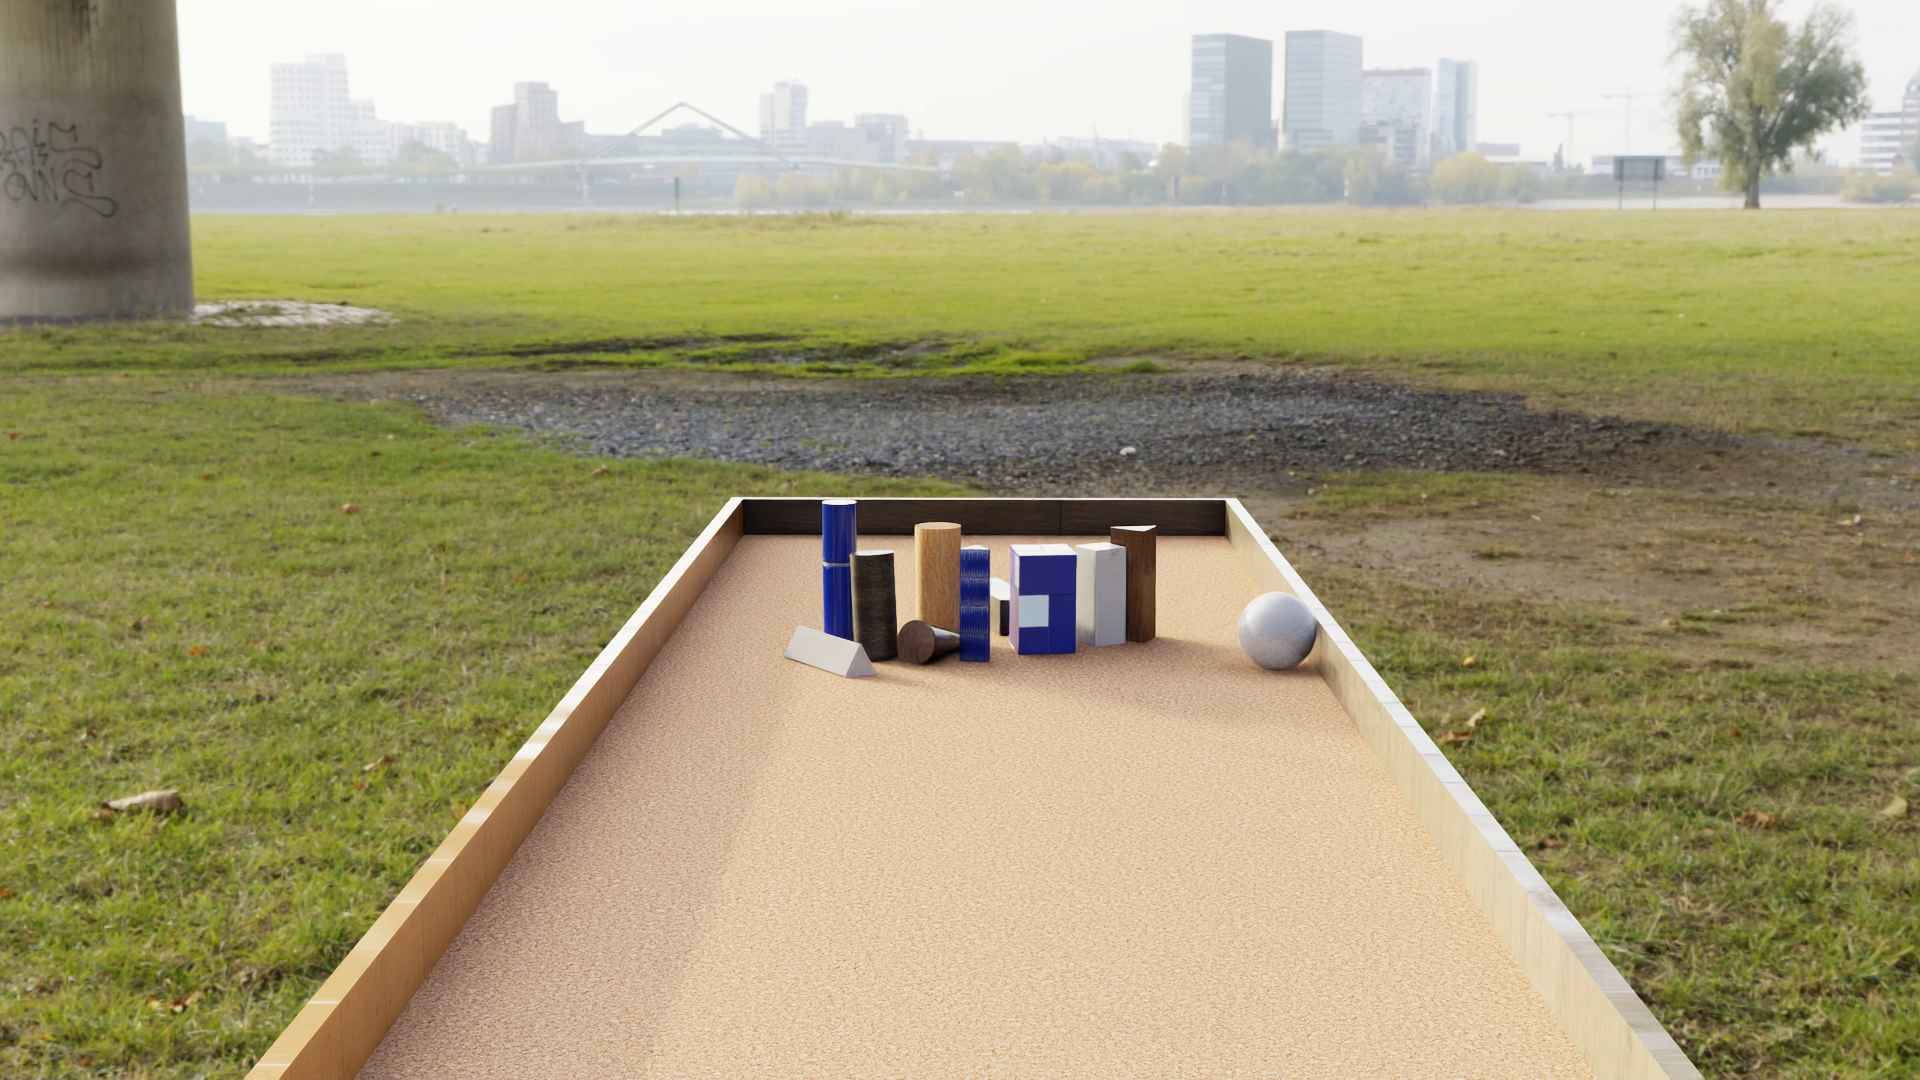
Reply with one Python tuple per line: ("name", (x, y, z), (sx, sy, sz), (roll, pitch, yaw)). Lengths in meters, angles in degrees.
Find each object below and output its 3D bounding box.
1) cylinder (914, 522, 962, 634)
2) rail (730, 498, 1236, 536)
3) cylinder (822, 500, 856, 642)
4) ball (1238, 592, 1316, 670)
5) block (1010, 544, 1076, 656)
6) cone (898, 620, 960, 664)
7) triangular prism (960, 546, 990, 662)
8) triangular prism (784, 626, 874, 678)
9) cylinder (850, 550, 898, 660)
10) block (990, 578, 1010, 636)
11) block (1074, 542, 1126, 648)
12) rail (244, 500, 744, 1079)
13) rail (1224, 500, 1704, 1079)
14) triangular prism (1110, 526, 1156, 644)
("cylinder", (-0.069, 0.141, 6.918), (0.145, 0.376, 0.145), (0, 9, 0))
("rail", (0.099, -0.098, 9.147), (2.100, 0.150, 0.050), (0, 9, 1))
("cylinder", (-0.378, 0.102, 6.931), (0.108, 0.448, 0.108), (0, 9, 0))
("ball", (0.946, 0.270, 6.563), (0.233, 0.233, 0.233), (0, 9, 0))
("block", (0.257, 0.184, 6.841), (0.179, 0.312, 0.179), (-1, 11, -8))
("cone", (-0.034, 0.316, 6.804), (0.135, 0.135, 0.384), (6, 1, 31))
("triangular prism", (0.050, 0.192, 6.688), (0.091, 0.347, 0.079), (1, 9, 7))
("triangular prism", (-0.394, 0.330, 6.615), (0.107, 0.093, 0.350), (-6, 11, -35))
("cylinder", (-0.262, 0.197, 6.720), (0.135, 0.319, 0.135), (-3, 6, 0))
("block", (0.127, 0.218, 7.260), (0.118, 0.118, 0.401), (-3, 9, -17))
("block", (0.443, 0.172, 6.944), (0.116, 0.307, 0.116), (-6, 11, -30))
("rail", (-1.004, 0.839, 3.234), (0.050, 0.150, 12.000), (0, 9, 1))
("rail", (1.046, 0.843, 3.208), (0.050, 0.150, 12.000), (0, 9, 1))
("triangular prism", (0.577, 0.137, 7.003), (0.127, 0.355, 0.147), (-6, 9, -40))
